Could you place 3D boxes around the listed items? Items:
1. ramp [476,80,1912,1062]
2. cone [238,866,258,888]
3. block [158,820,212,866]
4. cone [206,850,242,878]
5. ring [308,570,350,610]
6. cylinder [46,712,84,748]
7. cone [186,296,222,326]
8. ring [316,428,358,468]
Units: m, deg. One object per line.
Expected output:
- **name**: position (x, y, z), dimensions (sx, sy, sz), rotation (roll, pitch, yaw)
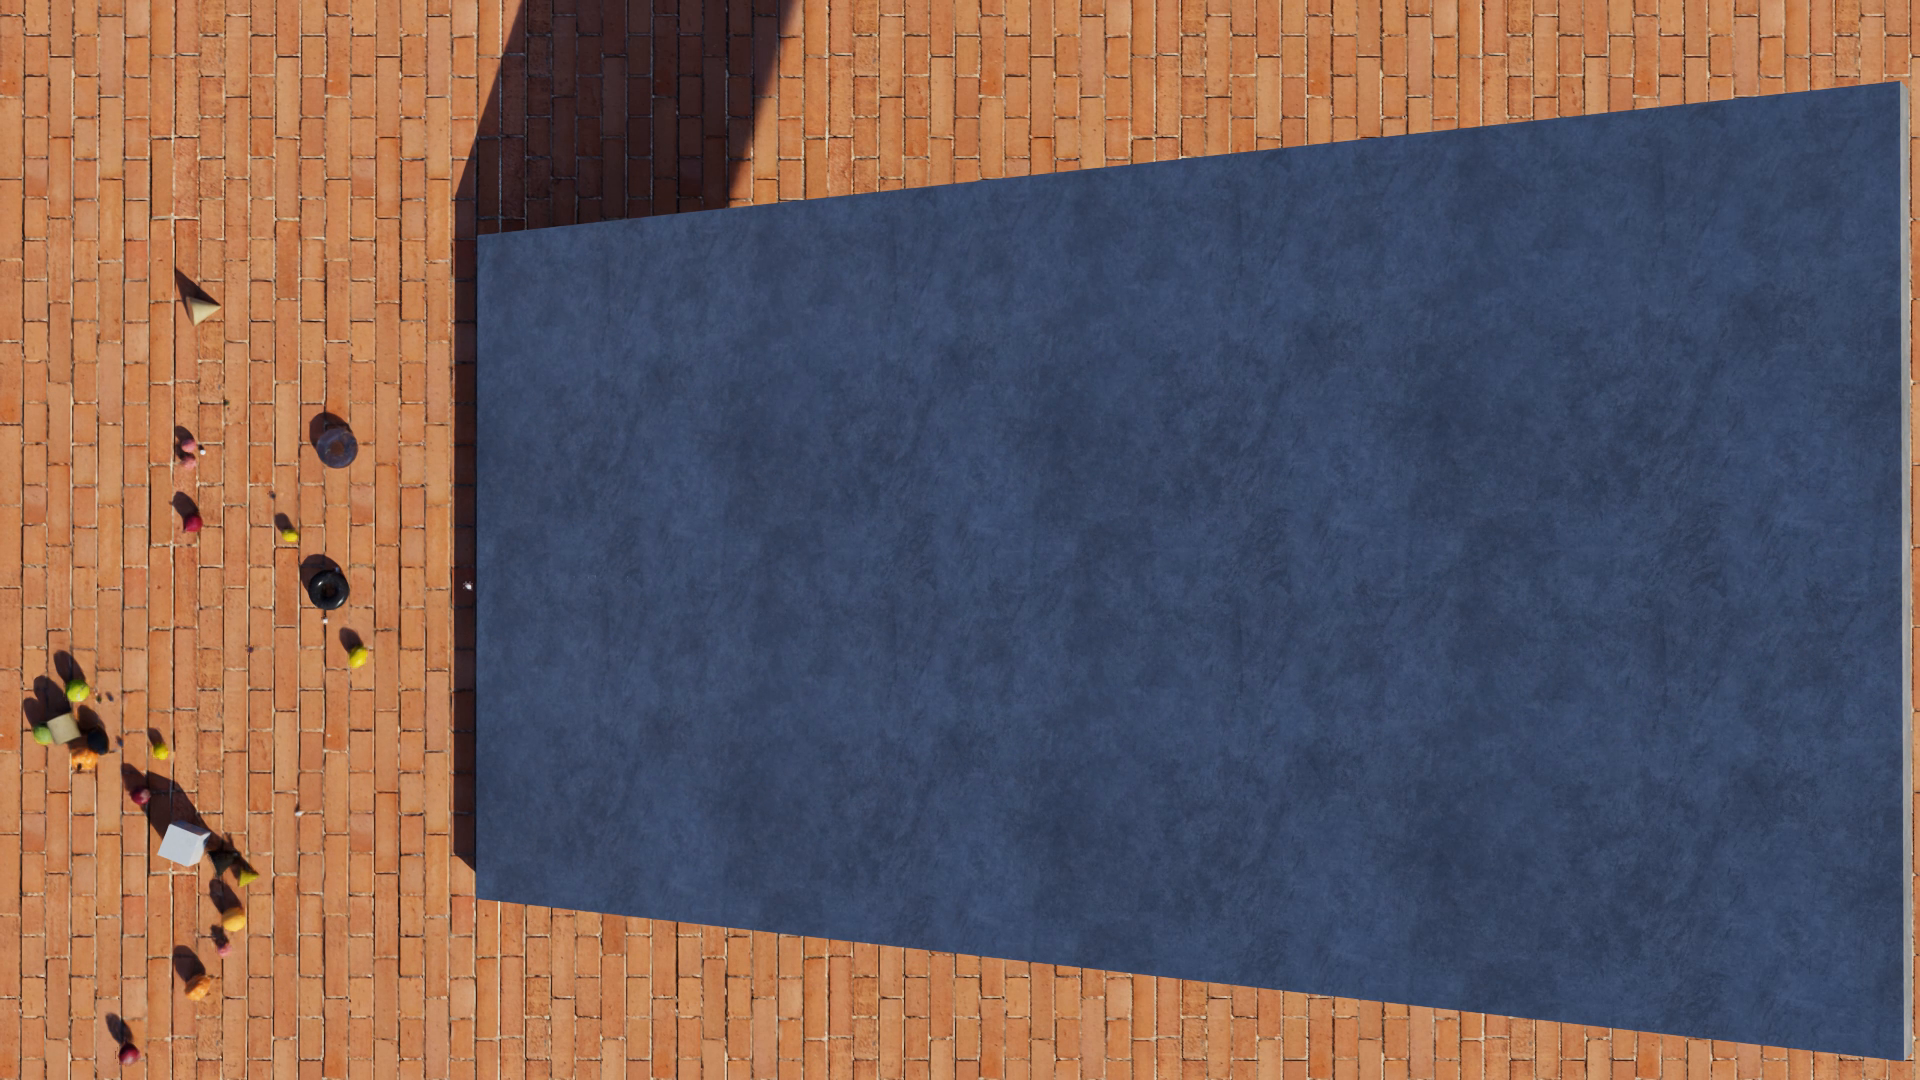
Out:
- **ramp**: position (0.259, 0.071, 5.598), dimensions (4.000, 0.100, 2.000), rotation (0, 89, 32)
- **cone**: position (-2.160, 1.023, 6.689), dimensions (0.064, 0.064, 0.064), rotation (2, 89, -27)
- **block**: position (-2.347, 0.917, 6.655), dimensions (0.099, 0.099, 0.099), rotation (22, 90, 0)
- **cone**: position (-2.227, 0.969, 6.683), dimensions (0.093, 0.093, 0.093), rotation (-22, 89, -27)
- **ring**: position (-1.921, 0.152, 6.691), dimensions (0.125, 0.042, 0.125), rotation (0, 90, -1)
- **cylinder**: position (-2.716, 0.573, 6.668), dimensions (0.080, 0.080, 0.080), rotation (-30, 102, 0)
- **cone**: position (-2.295, -0.704, 6.697), dimensions (0.096, 0.096, 0.096), rotation (-14, 89, -27)
- **ring**: position (-1.895, -0.279, 6.694), dimensions (0.126, 0.042, 0.126), rotation (0, 90, -1)
